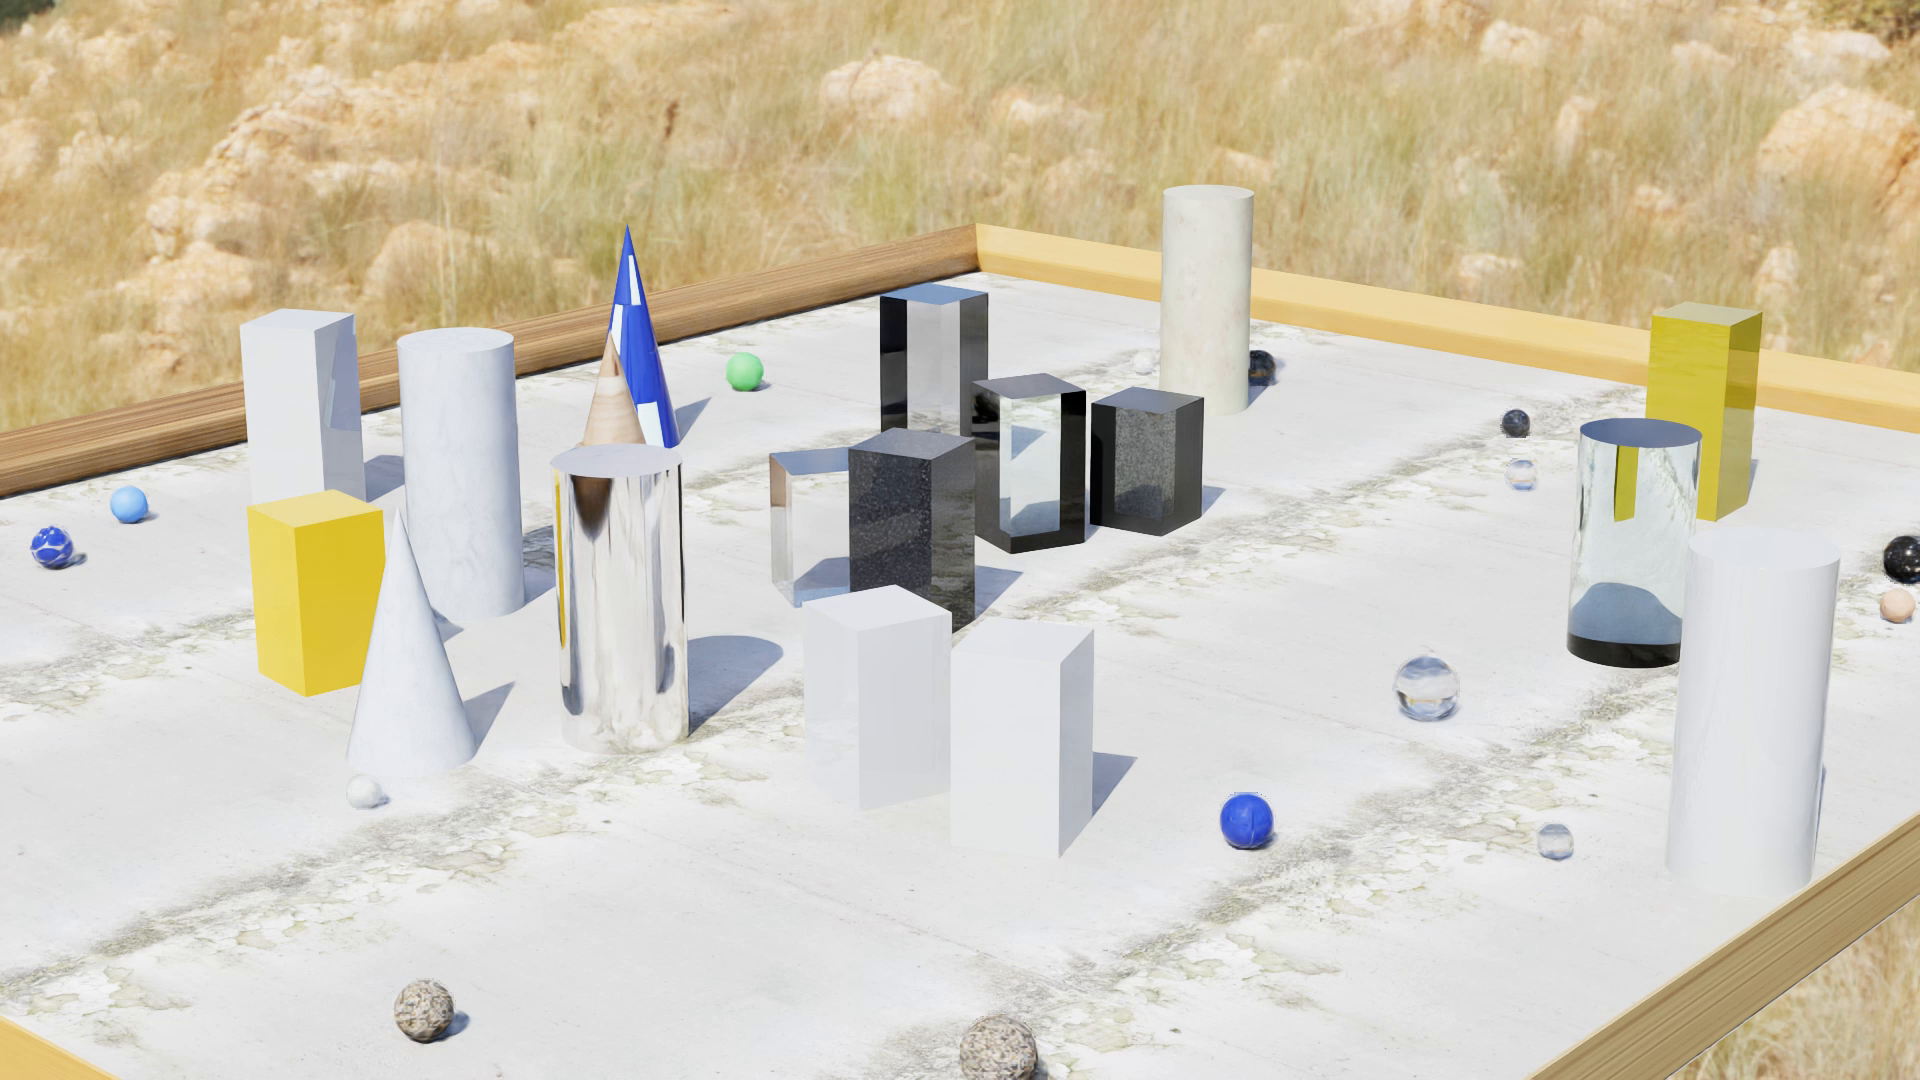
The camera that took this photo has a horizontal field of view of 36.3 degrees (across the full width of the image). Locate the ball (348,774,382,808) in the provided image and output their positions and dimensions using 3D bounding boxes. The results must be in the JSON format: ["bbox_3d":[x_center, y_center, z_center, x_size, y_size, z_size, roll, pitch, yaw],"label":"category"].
[{"bbox_3d":[-0.848,0.359,4.176,0.048,0.048,0.048,0,17,0],"label":"ball"}]

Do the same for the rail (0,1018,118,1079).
[{"bbox_3d":[-1.399,0.497,3.578,3.636,0.126,0.045,14,22,39],"label":"rail"}]

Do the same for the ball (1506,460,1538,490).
[{"bbox_3d":[1.105,-0.128,5.764,0.062,0.062,0.062,0,17,0],"label":"ball"}]

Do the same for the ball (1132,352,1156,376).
[{"bbox_3d":[0.420,-0.402,6.686,0.055,0.055,0.055,0,17,0],"label":"ball"}]

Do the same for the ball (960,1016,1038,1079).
[{"bbox_3d":[0.044,0.588,3.344,0.090,0.090,0.090,0,17,0],"label":"ball"}]

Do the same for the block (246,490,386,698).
[{"bbox_3d":[-1.023,0.083,4.688,0.156,0.279,0.156,-14,22,-38],"label":"block"}]

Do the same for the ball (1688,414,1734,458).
[{"bbox_3d":[1.537,-0.213,5.999,0.089,0.089,0.089,0,17,0],"label":"ball"}]

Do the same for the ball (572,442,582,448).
[{"bbox_3d":[-0.748,-0.164,5.870,0.069,0.069,0.069,0,17,0],"label":"ball"}]

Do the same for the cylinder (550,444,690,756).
[{"bbox_3d":[-0.509,0.088,4.412,0.195,0.430,0.195,0,17,0],"label":"cylinder"}]

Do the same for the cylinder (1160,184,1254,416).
[{"bbox_3d":[0.533,-0.520,6.355,0.195,0.471,0.195,0,17,0],"label":"cylinder"}]

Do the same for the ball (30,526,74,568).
[{"bbox_3d":[-1.634,0.013,5.276,0.074,0.074,0.074,0,17,0],"label":"ball"}]

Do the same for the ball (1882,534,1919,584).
[{"bbox_3d":[1.676,0.034,5.183,0.088,0.088,0.088,0,17,0],"label":"ball"}]

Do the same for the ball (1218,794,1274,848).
[{"bbox_3d":[0.394,0.386,4.035,0.076,0.076,0.076,0,17,0],"label":"ball"}]

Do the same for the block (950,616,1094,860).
[{"bbox_3d":[0.087,0.272,4.054,0.156,0.284,0.156,6,18,19],"label":"block"}]

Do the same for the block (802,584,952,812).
[{"bbox_3d":[-0.119,0.226,4.228,0.156,0.271,0.156,-10,20,-31],"label":"block"}]

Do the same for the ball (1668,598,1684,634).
[{"bbox_3d":[1.213,0.127,4.899,0.061,0.061,0.061,0,17,0],"label":"ball"}]

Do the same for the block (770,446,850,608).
[{"bbox_3d":[-0.236,-0.024,5.116,0.156,0.237,0.156,-5,18,-17],"label":"block"}]

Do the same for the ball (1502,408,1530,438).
[{"bbox_3d":[1.167,-0.245,6.154,0.061,0.061,0.061,0,17,0],"label":"ball"}]

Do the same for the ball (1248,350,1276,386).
[{"bbox_3d":[0.668,-0.387,6.588,0.083,0.083,0.083,0,17,0],"label":"ball"}]

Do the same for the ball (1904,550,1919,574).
[{"bbox_3d":[1.711,0.040,5.239,0.045,0.045,0.045,0,17,0],"label":"ball"}]

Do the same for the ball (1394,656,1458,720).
[{"bbox_3d":[0.720,0.228,4.525,0.097,0.097,0.097,0,17,0],"label":"ball"}]

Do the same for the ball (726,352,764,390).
[{"bbox_3d":[-0.482,-0.377,6.547,0.086,0.086,0.086,0,17,0],"label":"ball"}]

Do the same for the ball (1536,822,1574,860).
[{"bbox_3d":[0.812,0.411,4.000,0.049,0.049,0.049,0,17,0],"label":"ball"}]

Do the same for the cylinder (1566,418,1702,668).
[{"bbox_3d":[1.101,0.003,4.795,0.195,0.370,0.195,0,17,0],"label":"cylinder"}]

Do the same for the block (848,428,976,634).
[{"bbox_3d":[-0.080,-0.007,4.916,0.156,0.321,0.156,9,19,26],"label":"block"}]

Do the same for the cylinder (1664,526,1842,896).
[{"bbox_3d":[1.054,0.227,3.909,0.195,0.454,0.195,0,17,0],"label":"cylinder"}]

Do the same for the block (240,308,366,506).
[{"bbox_3d":[-1.247,-0.236,5.577,0.156,0.376,0.156,5,18,17],"label":"block"}]

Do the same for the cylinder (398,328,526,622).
[{"bbox_3d":[-0.851,-0.113,5.011,0.195,0.468,0.195,0,17,0],"label":"cylinder"}]

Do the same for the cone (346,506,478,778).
[{"bbox_3d":[-0.820,0.134,4.332,0.195,0.388,0.195,0,17,0],"label":"cone"}]

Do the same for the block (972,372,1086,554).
[{"bbox_3d":[0.126,-0.143,5.417,0.156,0.291,0.156,-9,19,-26],"label":"block"}]

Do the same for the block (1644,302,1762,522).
[{"bbox_3d":[1.416,-0.247,5.610,0.156,0.380,0.156,12,21,35],"label":"block"}]

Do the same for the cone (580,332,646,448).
[{"bbox_3d":[-0.662,-0.231,5.601,0.195,0.353,0.195,0,17,0],"label":"cone"}]

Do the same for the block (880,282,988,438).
[{"bbox_3d":[-0.052,-0.324,5.911,0.156,0.352,0.156,13,21,36],"label":"block"}]

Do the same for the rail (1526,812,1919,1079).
[{"bbox_3d":[1.355,0.371,3.994,0.045,0.126,4.315,14,22,39],"label":"rail"}]

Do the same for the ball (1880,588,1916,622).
[{"bbox_3d":[1.592,0.111,4.979,0.058,0.058,0.058,0,17,0],"label":"ball"}]

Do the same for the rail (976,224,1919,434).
[{"bbox_3d":[1.399,-0.434,6.663,3.636,0.126,0.045,14,22,39],"label":"rail"}]

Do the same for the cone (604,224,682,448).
[{"bbox_3d":[-0.680,-0.427,6.060,0.195,0.464,0.195,0,17,0],"label":"cone"}]

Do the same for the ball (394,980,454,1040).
[{"bbox_3d":[-0.636,0.558,3.477,0.070,0.070,0.070,0,17,0],"label":"ball"}]

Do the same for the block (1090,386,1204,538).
[{"bbox_3d":[0.353,-0.150,5.535,0.156,0.236,0.156,11,20,32],"label":"block"}]

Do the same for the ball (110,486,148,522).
[{"bbox_3d":[-1.574,-0.068,5.552,0.070,0.070,0.070,0,17,0],"label":"ball"}]

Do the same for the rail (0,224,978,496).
[{"bbox_3d":[-1.355,-0.308,6.246,0.045,0.126,4.315,14,22,39],"label":"rail"}]
